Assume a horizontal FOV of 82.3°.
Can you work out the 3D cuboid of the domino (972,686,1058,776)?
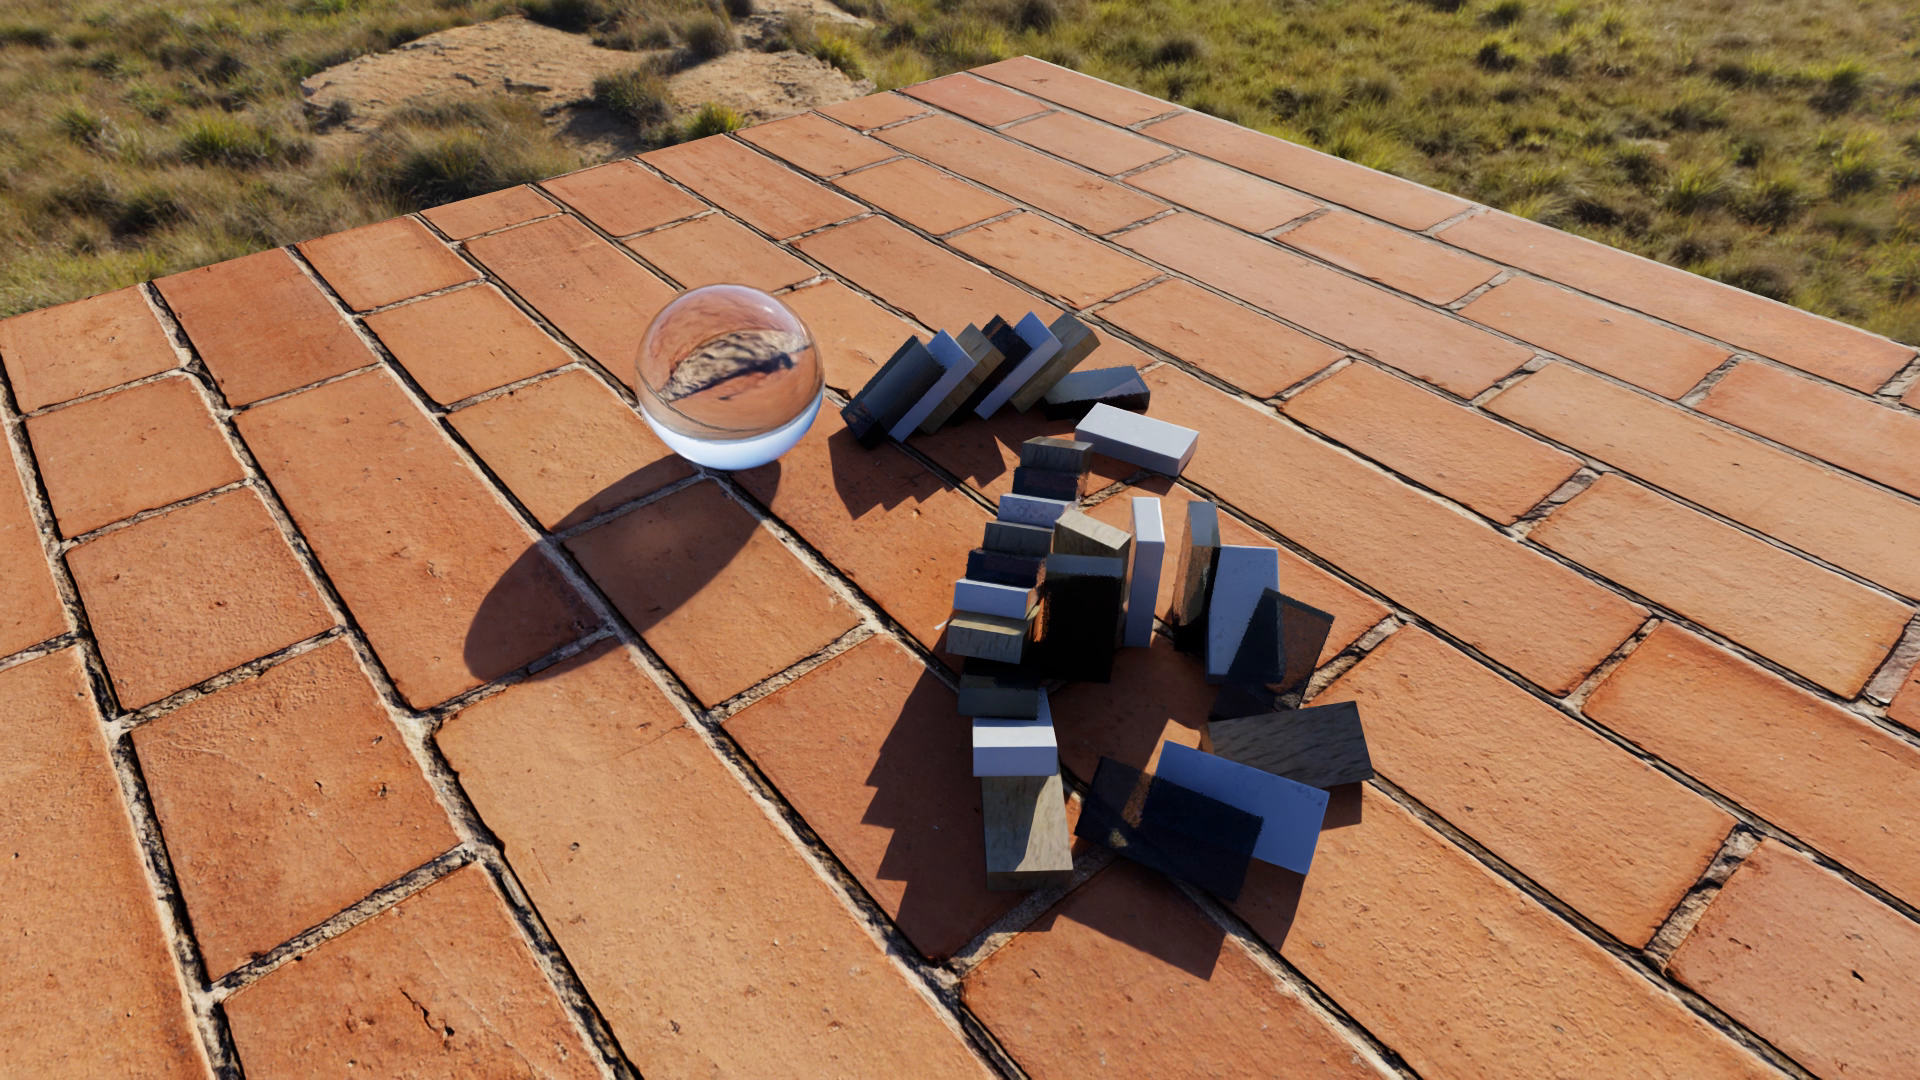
[{"bbox_3d":[0.017,0.061,0.353,0.025,0.010,0.050,-1,13,0],"label":"domino"}]

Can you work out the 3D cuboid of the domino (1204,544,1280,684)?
[{"bbox_3d":[0.101,0.027,0.392,0.025,0.010,0.050,3,64,5],"label":"domino"}]

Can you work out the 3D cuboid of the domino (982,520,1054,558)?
[{"bbox_3d":[0.027,-0.002,0.424,0.025,0.010,0.050,9,6,12],"label":"domino"}]

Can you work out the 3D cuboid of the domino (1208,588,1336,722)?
[{"bbox_3d":[0.106,0.043,0.373,0.025,0.009,0.050,24,67,14],"label":"domino"}]

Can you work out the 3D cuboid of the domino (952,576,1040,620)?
[{"bbox_3d":[0.014,0.019,0.400,0.025,0.010,0.050,8,6,9],"label":"domino"}]

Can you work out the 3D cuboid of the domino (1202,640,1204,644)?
[{"bbox_3d":[0.104,0.023,0.416,0.025,0.009,0.050,4,40,5],"label":"domino"}]

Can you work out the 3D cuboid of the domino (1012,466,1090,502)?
[{"bbox_3d":[0.038,-0.025,0.455,0.025,0.010,0.050,9,10,11],"label":"domino"}]

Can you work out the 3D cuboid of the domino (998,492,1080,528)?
[{"bbox_3d":[0.032,-0.013,0.440,0.025,0.010,0.050,9,8,12],"label":"domino"}]

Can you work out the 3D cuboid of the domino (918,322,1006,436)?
[{"bbox_3d":[-0.004,-0.075,0.511,0.050,0.010,0.025,-45,44,10],"label":"domino"}]

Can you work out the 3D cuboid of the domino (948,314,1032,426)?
[{"bbox_3d":[0.008,-0.080,0.517,0.050,0.010,0.025,-45,44,10],"label":"domino"}]

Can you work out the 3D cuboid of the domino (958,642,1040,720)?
[{"bbox_3d":[0.014,0.046,0.371,0.025,0.009,0.050,3,13,4],"label":"domino"}]

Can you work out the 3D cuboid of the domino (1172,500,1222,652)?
[{"bbox_3d":[0.084,0.014,0.395,0.010,0.050,0.025,4,39,5],"label":"domino"}]

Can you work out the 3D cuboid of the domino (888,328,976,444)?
[{"bbox_3d":[-0.018,-0.071,0.506,0.050,0.010,0.025,-45,44,10],"label":"domino"}]

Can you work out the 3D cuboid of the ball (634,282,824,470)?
[{"bbox_3d":[-0.099,-0.070,0.473,0.080,0.080,0.080,0,39,0],"label":"ball"}]

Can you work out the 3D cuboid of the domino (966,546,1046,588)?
[{"bbox_3d":[0.020,0.009,0.410,0.025,0.010,0.050,8,6,12],"label":"domino"}]

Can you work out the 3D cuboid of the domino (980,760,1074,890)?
[{"bbox_3d":[0.020,0.084,0.341,0.025,0.010,0.050,-1,39,-2],"label":"domino"}]

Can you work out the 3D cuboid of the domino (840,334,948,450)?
[{"bbox_3d":[-0.031,-0.067,0.502,0.050,0.010,0.025,-45,44,10],"label":"domino"}]

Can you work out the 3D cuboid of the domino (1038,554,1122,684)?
[{"bbox_3d":[0.041,0.028,0.378,0.025,0.050,0.009,4,40,5],"label":"domino"}]

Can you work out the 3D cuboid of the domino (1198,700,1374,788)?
[{"bbox_3d":[0.104,0.068,0.351,0.050,0.009,0.025,-7,75,-9],"label":"domino"}]

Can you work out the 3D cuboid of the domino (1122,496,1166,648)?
[{"bbox_3d":[0.065,0.012,0.397,0.009,0.050,0.025,2,39,3],"label":"domino"}]

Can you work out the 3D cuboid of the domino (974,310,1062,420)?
[{"bbox_3d":[0.023,-0.083,0.520,0.050,0.010,0.025,-43,42,13],"label":"domino"}]

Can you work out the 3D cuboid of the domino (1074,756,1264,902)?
[{"bbox_3d":[0.062,0.086,0.328,0.050,0.009,0.025,18,82,21],"label":"domino"}]

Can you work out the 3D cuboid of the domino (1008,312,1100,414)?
[{"bbox_3d":[0.040,-0.085,0.526,0.050,0.010,0.025,-41,41,2],"label":"domino"}]

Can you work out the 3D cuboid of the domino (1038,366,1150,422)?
[{"bbox_3d":[0.063,-0.071,0.530,0.050,0.009,0.025,-8,40,-10],"label":"domino"}]

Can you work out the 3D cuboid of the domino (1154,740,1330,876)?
[{"bbox_3d":[0.083,0.081,0.334,0.050,0.010,0.025,16,82,18],"label":"domino"}]

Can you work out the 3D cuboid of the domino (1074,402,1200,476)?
[{"bbox_3d":[0.080,-0.046,0.500,0.050,0.010,0.025,20,43,22],"label":"domino"}]

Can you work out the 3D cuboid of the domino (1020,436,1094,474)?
[{"bbox_3d":[0.042,-0.037,0.469,0.025,0.009,0.050,9,10,10],"label":"domino"}]

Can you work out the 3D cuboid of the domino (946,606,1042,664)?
[{"bbox_3d":[0.013,0.031,0.387,0.025,0.010,0.050,8,10,10],"label":"domino"}]

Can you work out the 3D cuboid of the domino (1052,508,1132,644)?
[{"bbox_3d":[0.046,0.015,0.393,0.025,0.050,0.010,26,47,28],"label":"domino"}]
